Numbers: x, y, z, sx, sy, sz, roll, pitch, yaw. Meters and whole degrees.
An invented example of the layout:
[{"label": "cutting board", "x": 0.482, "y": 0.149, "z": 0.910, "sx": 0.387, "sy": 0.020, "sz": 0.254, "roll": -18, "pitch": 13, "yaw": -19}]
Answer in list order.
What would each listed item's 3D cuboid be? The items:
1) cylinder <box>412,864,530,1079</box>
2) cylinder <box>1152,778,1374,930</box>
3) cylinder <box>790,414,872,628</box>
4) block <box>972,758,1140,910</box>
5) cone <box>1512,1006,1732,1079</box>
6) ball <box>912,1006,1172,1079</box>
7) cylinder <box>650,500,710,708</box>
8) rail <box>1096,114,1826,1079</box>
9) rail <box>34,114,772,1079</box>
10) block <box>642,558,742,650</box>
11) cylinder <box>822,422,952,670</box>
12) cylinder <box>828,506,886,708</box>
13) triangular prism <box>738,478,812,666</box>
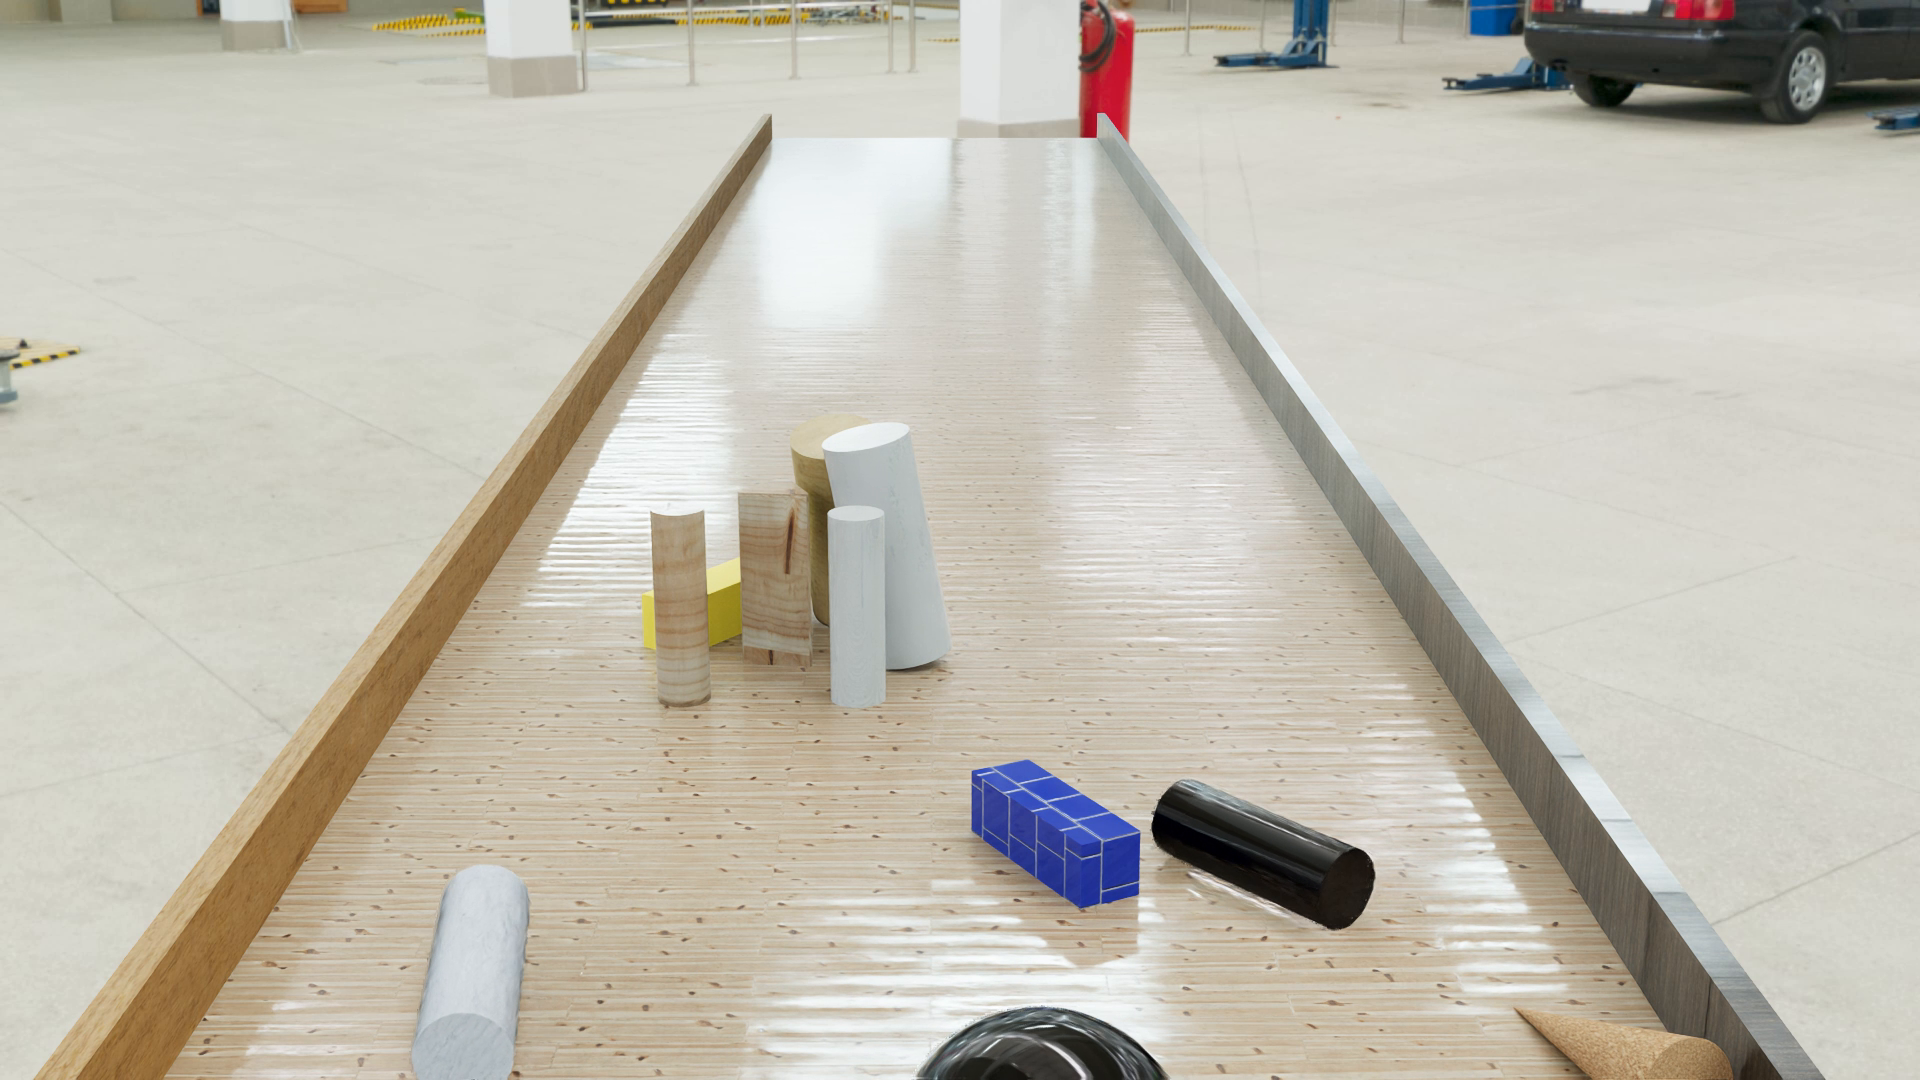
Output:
[{"label": "cylinder", "x": -0.662, "y": 0.595, "z": 3.004, "sx": 0.127, "sy": 0.127, "sz": 0.444, "roll": -2, "pitch": 17, "yaw": -8}, {"label": "cylinder", "x": 0.463, "y": 0.480, "z": 3.390, "sx": 0.127, "sy": 0.127, "sz": 0.348, "roll": -13, "pitch": 21, "yaw": -37}, {"label": "cylinder", "x": -0.239, "y": -0.035, "z": 4.548, "sx": 0.178, "sy": 0.420, "sz": 0.178, "roll": -4, "pitch": 34, "yaw": 2}, {"label": "block", "x": 0.147, "y": 0.462, "z": 3.487, "sx": 0.107, "sy": 0.107, "sz": 0.333, "roll": -9, "pitch": 19, "yaw": -28}, {"label": "cone", "x": 0.831, "y": 0.663, "z": 2.878, "sx": 0.137, "sy": 0.137, "sz": 0.370, "roll": -6, "pitch": 7, "yaw": -20}, {"label": "ball", "x": 0.089, "y": 0.674, "z": 2.377, "sx": 0.333, "sy": 0.333, "sz": 0.333, "roll": 0, "pitch": 17, "yaw": 0}, {"label": "cylinder", "x": -0.527, "y": 0.121, "z": 4.156, "sx": 0.101, "sy": 0.378, "sz": 0.101, "roll": 0, "pitch": 17, "yaw": 0}, {"label": "rail", "x": 0.932, "y": -0.844, "z": 7.801, "sx": 0.050, "sy": 0.150, "sz": 12.000, "roll": 0, "pitch": 17, "yaw": -1}, {"label": "rail", "x": -1.118, "y": -0.838, "z": 7.780, "sx": 0.050, "sy": 0.150, "sz": 12.000, "roll": 0, "pitch": 17, "yaw": -1}, {"label": "block", "x": -0.488, "y": 0.126, "z": 4.607, "sx": 0.112, "sy": 0.112, "sz": 0.400, "roll": 11, "pitch": 20, "yaw": 32}, {"label": "cylinder", "x": -0.142, "y": 0.012, "z": 4.345, "sx": 0.174, "sy": 0.456, "sz": 0.174, "roll": -10, "pitch": 18, "yaw": 3}, {"label": "cylinder", "x": -0.194, "y": 0.126, "z": 4.158, "sx": 0.106, "sy": 0.368, "sz": 0.106, "roll": 0, "pitch": 17, "yaw": 0}, {"label": "triangular prism", "x": -0.358, "y": 0.062, "z": 4.395, "sx": 0.139, "sy": 0.355, "sz": 0.121, "roll": 2, "pitch": 17, "yaw": 7}]
